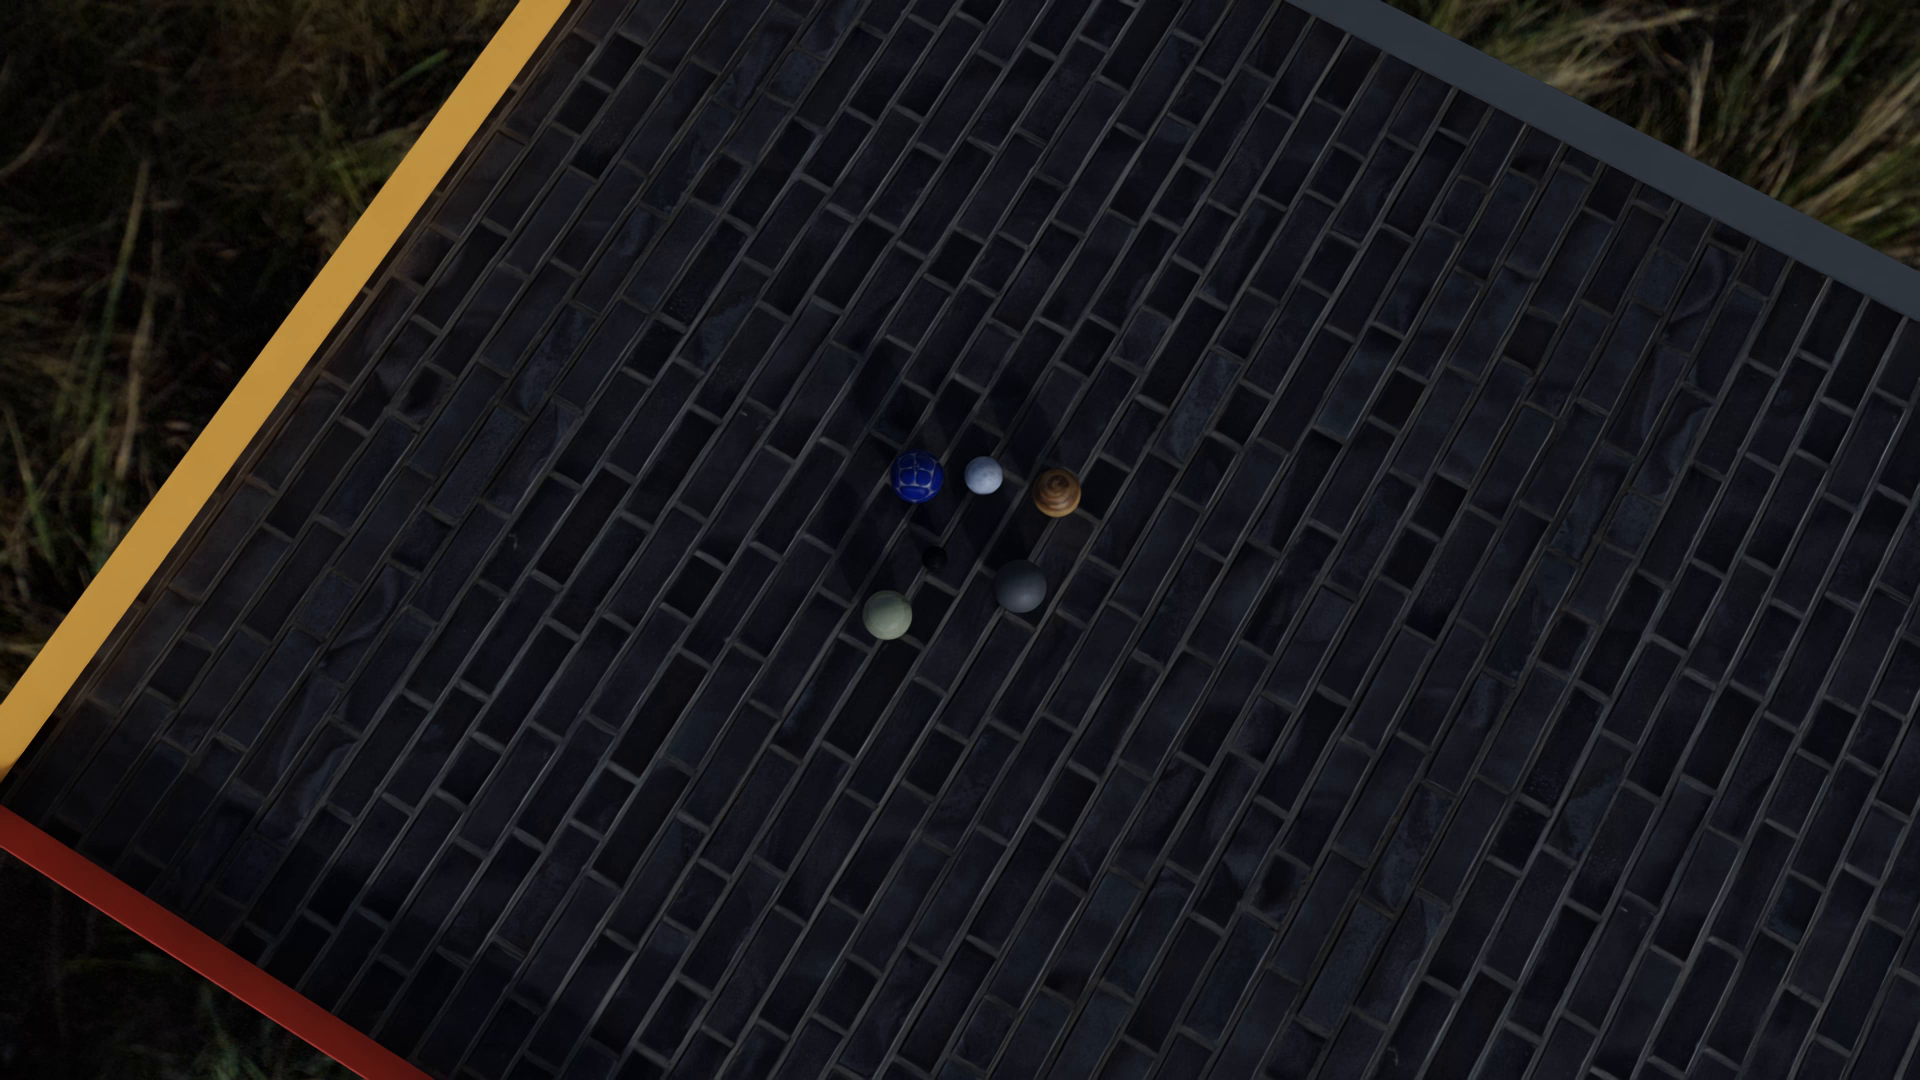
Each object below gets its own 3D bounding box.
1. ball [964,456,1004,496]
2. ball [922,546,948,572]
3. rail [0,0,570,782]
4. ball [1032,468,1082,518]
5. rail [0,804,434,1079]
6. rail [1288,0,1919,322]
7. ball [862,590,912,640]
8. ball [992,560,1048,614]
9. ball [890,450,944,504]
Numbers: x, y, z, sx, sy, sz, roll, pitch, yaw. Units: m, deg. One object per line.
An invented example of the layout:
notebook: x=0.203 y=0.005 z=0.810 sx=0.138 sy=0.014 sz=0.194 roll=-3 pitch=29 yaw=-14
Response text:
ball: x=0.037 y=-0.100 z=3.424 sx=0.061 sy=0.061 sz=0.061 roll=0 pitch=73 yaw=0
ball: x=-0.039 y=0.029 z=3.394 sx=0.040 sy=0.040 sz=0.040 roll=0 pitch=73 yaw=0
rail: x=-0.905 y=-0.516 z=3.527 sx=0.045 sy=0.109 sz=2.246 roll=29 pitch=75 yaw=9
ball: x=0.150 y=-0.073 z=3.407 sx=0.076 sy=0.076 sz=0.076 roll=0 pitch=73 yaw=0
rail: x=0.367 y=1.419 z=2.923 sx=4.300 sy=0.109 sz=0.045 roll=29 pitch=75 yaw=9
rail: x=1.485 y=-0.388 z=3.487 sx=4.300 sy=0.109 sz=0.045 roll=29 pitch=75 yaw=9
ball: x=-0.110 y=0.114 z=3.348 sx=0.077 sy=0.077 sz=0.077 roll=0 pitch=73 yaw=0
ball: x=0.092 y=0.070 z=3.359 sx=0.083 sy=0.083 sz=0.083 roll=0 pitch=73 yaw=0
ball: x=-0.067 y=-0.099 z=3.411 sx=0.084 sy=0.084 sz=0.084 roll=0 pitch=73 yaw=0
